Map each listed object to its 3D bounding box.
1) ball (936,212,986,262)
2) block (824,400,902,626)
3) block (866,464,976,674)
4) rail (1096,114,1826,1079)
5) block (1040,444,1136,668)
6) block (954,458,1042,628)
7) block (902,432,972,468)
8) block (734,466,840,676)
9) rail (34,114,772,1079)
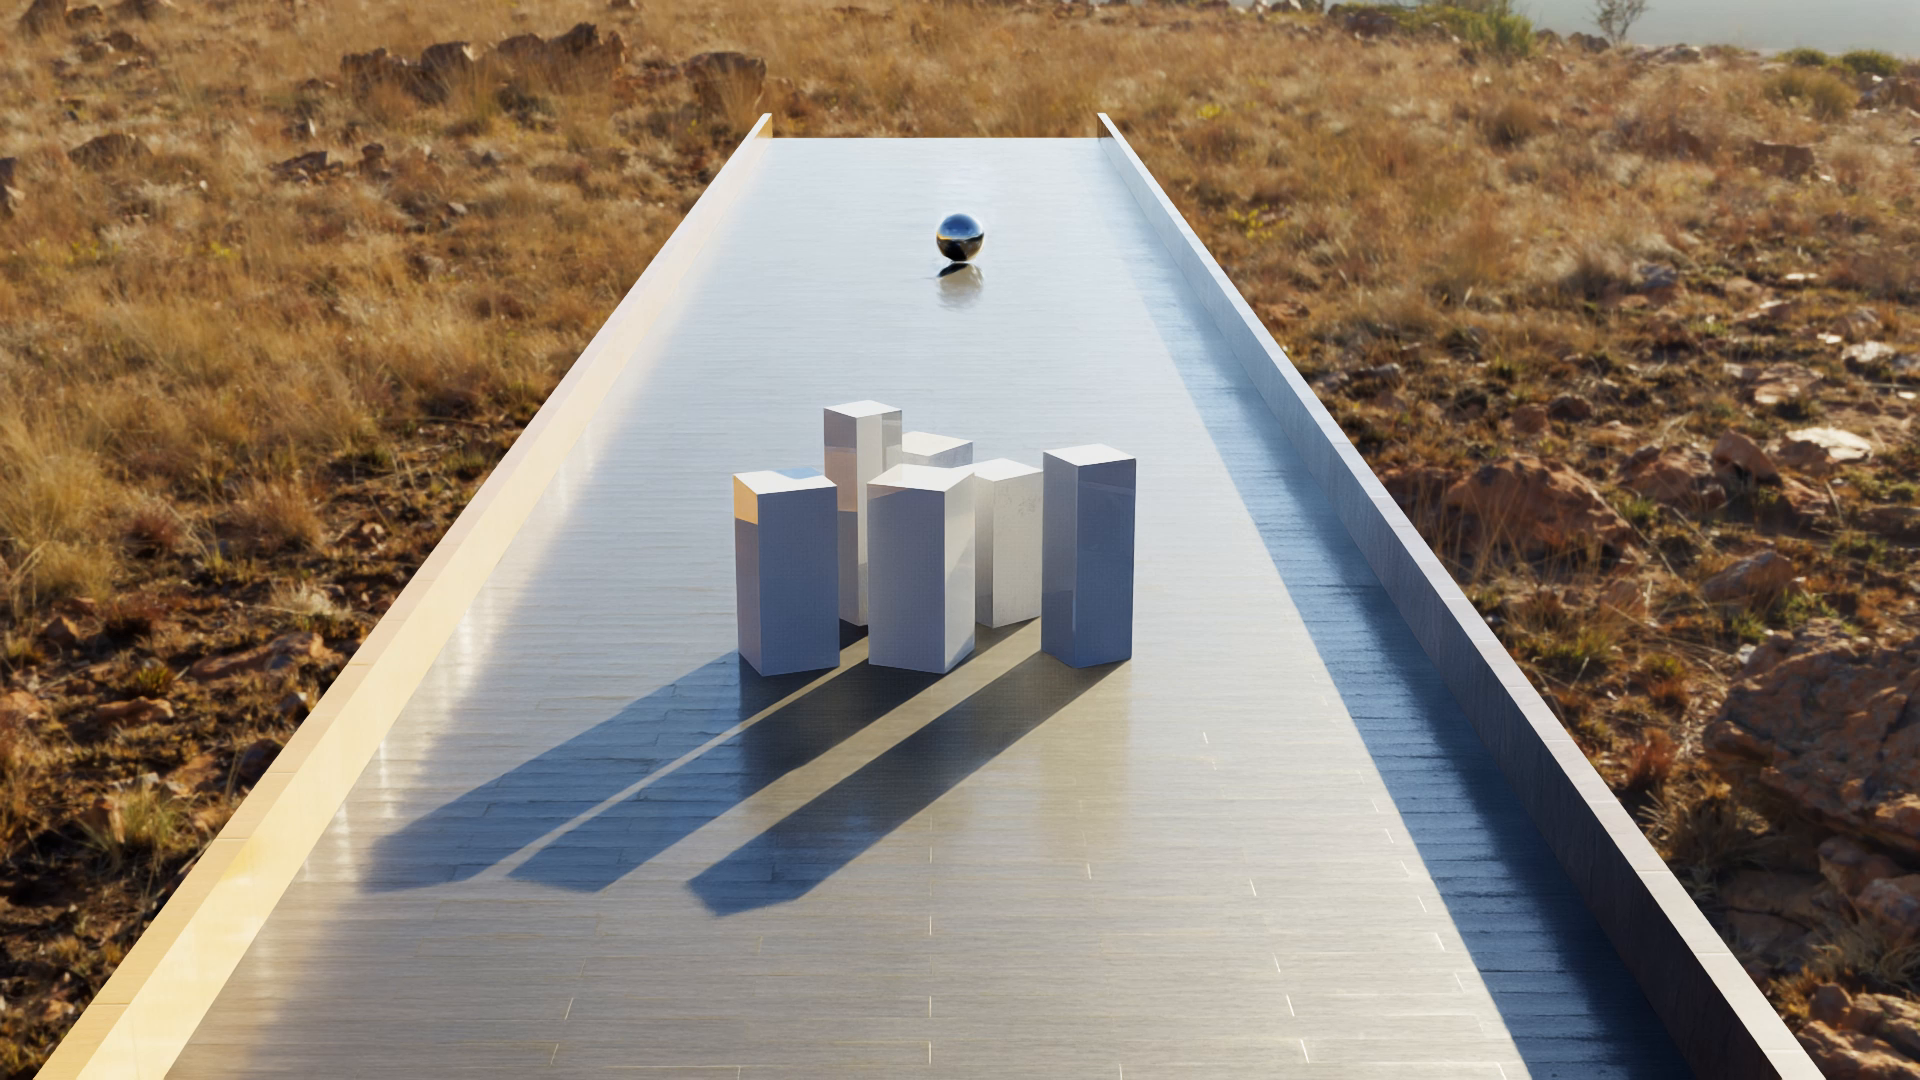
[{"bbox_3d":[0.002,-1.248,9.065,0.204,0.204,0.204,0,17,0],"label":"ball"},{"bbox_3d":[-0.202,-0.057,4.631,0.117,0.450,0.117,-13,21,-37],"label":"block"},{"bbox_3d":[-0.076,0.055,4.385,0.164,0.374,0.164,6,18,20],"label":"block"},{"bbox_3d":[0.932,-0.844,7.801,0.050,0.150,12.000,0,17,-1],"label":"rail"},{"bbox_3d":[0.255,0.031,4.393,0.134,0.416,0.134,-9,19,-27],"label":"block"},{"bbox_3d":[0.080,0.005,4.651,0.137,0.319,0.137,-13,21,-37],"label":"block"},{"bbox_3d":[-0.086,-0.066,4.907,0.164,0.309,0.164,12,20,35],"label":"block"},{"bbox_3d":[-0.345,0.060,4.371,0.162,0.372,0.162,-7,18,-21],"label":"block"},{"bbox_3d":[-1.118,-0.838,7.780,0.050,0.150,12.000,0,17,-1],"label":"rail"}]
